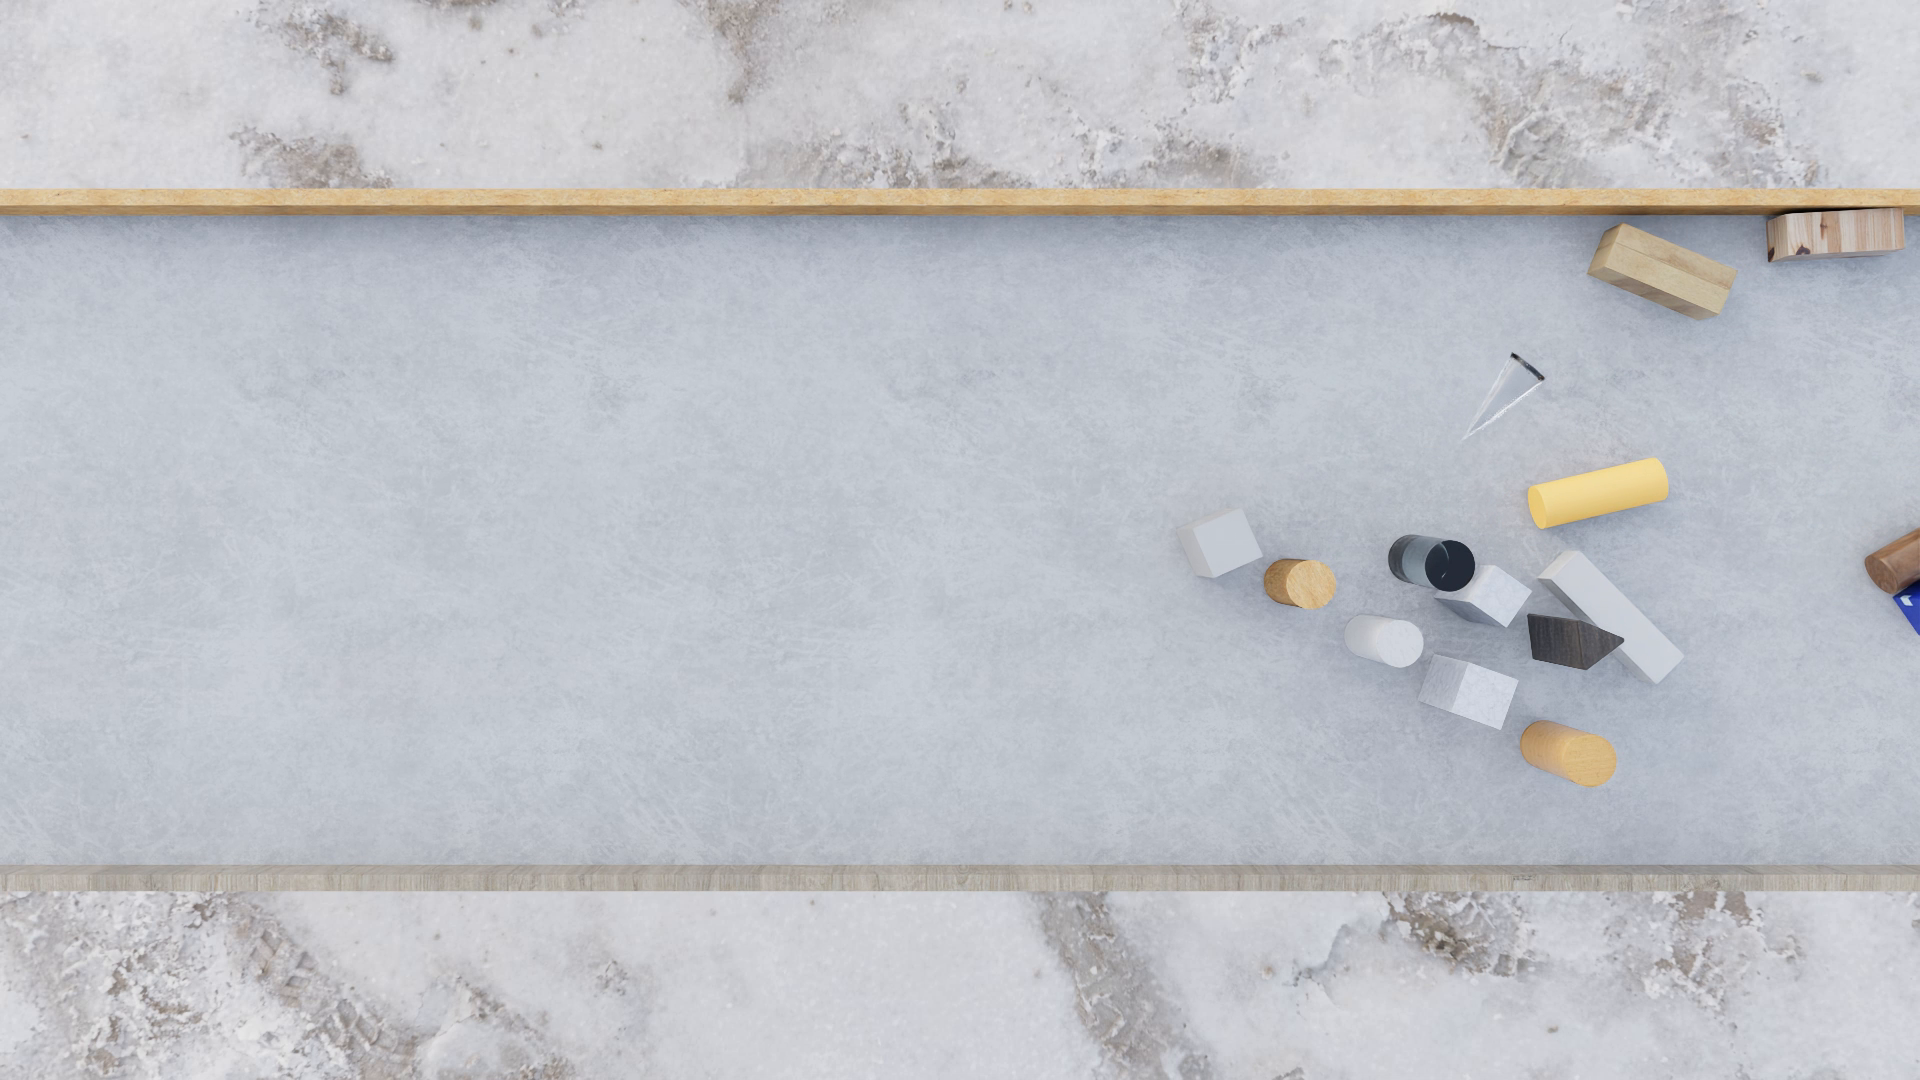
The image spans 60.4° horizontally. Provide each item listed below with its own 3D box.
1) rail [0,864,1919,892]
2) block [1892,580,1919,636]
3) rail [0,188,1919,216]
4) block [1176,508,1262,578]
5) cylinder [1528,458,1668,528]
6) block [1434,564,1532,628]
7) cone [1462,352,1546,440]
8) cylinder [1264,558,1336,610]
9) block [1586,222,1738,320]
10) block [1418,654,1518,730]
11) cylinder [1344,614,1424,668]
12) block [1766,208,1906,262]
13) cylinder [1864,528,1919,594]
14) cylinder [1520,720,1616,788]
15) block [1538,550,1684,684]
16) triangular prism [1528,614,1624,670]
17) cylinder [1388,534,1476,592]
[{"bbox_3d":[-2.247,1.025,5.001,12.000,0.150,0.050,0,90,0],"label":"rail"},{"bbox_3d":[3.080,0.118,5.005,0.411,0.143,0.143,-35,90,0],"label":"block"},{"bbox_3d":[-2.247,-1.025,5.002,12.000,0.150,0.050,0,90,0],"label":"rail"},{"bbox_3d":[0.765,0.007,4.893,0.153,0.367,0.153,-24,90,0],"label":"block"},{"bbox_3d":[1.936,-0.142,5.009,0.377,0.135,0.135,-13,90,0],"label":"cylinder"},{"bbox_3d":[1.546,0.161,4.894,0.127,0.366,0.127,35,90,0],"label":"block"},{"bbox_3d":[1.635,-0.415,5.045,0.130,0.130,0.302,40,102,0],"label":"cone"},{"bbox_3d":[1.005,0.128,4.898,0.141,0.357,0.141,0,90,0],"label":"cylinder"},{"bbox_3d":[2.128,-0.812,5.005,0.374,0.143,0.143,23,90,0],"label":"block"},{"bbox_3d":[1.505,0.448,4.902,0.152,0.348,0.152,20,90,0],"label":"block"},{"bbox_3d":[1.249,0.294,4.880,0.134,0.393,0.134,0,90,0],"label":"cylinder"},{"bbox_3d":[2.659,-0.927,5.014,0.351,0.125,0.125,-3,90,0],"label":"block"},{"bbox_3d":[2.949,0.020,5.010,0.350,0.134,0.134,-29,90,0],"label":"cylinder"},{"bbox_3d":[1.799,0.630,4.892,0.151,0.370,0.151,0,90,0],"label":"cylinder"},{"bbox_3d":[1.977,0.233,5.017,0.449,0.120,0.120,45,90,0],"label":"block"},{"bbox_3d":[1.785,0.276,4.868,0.141,0.416,0.122,-37,90,0],"label":"triangular prism"},{"bbox_3d":[1.401,0.066,4.914,0.150,0.313,0.150,0,93,-5],"label":"cylinder"}]
